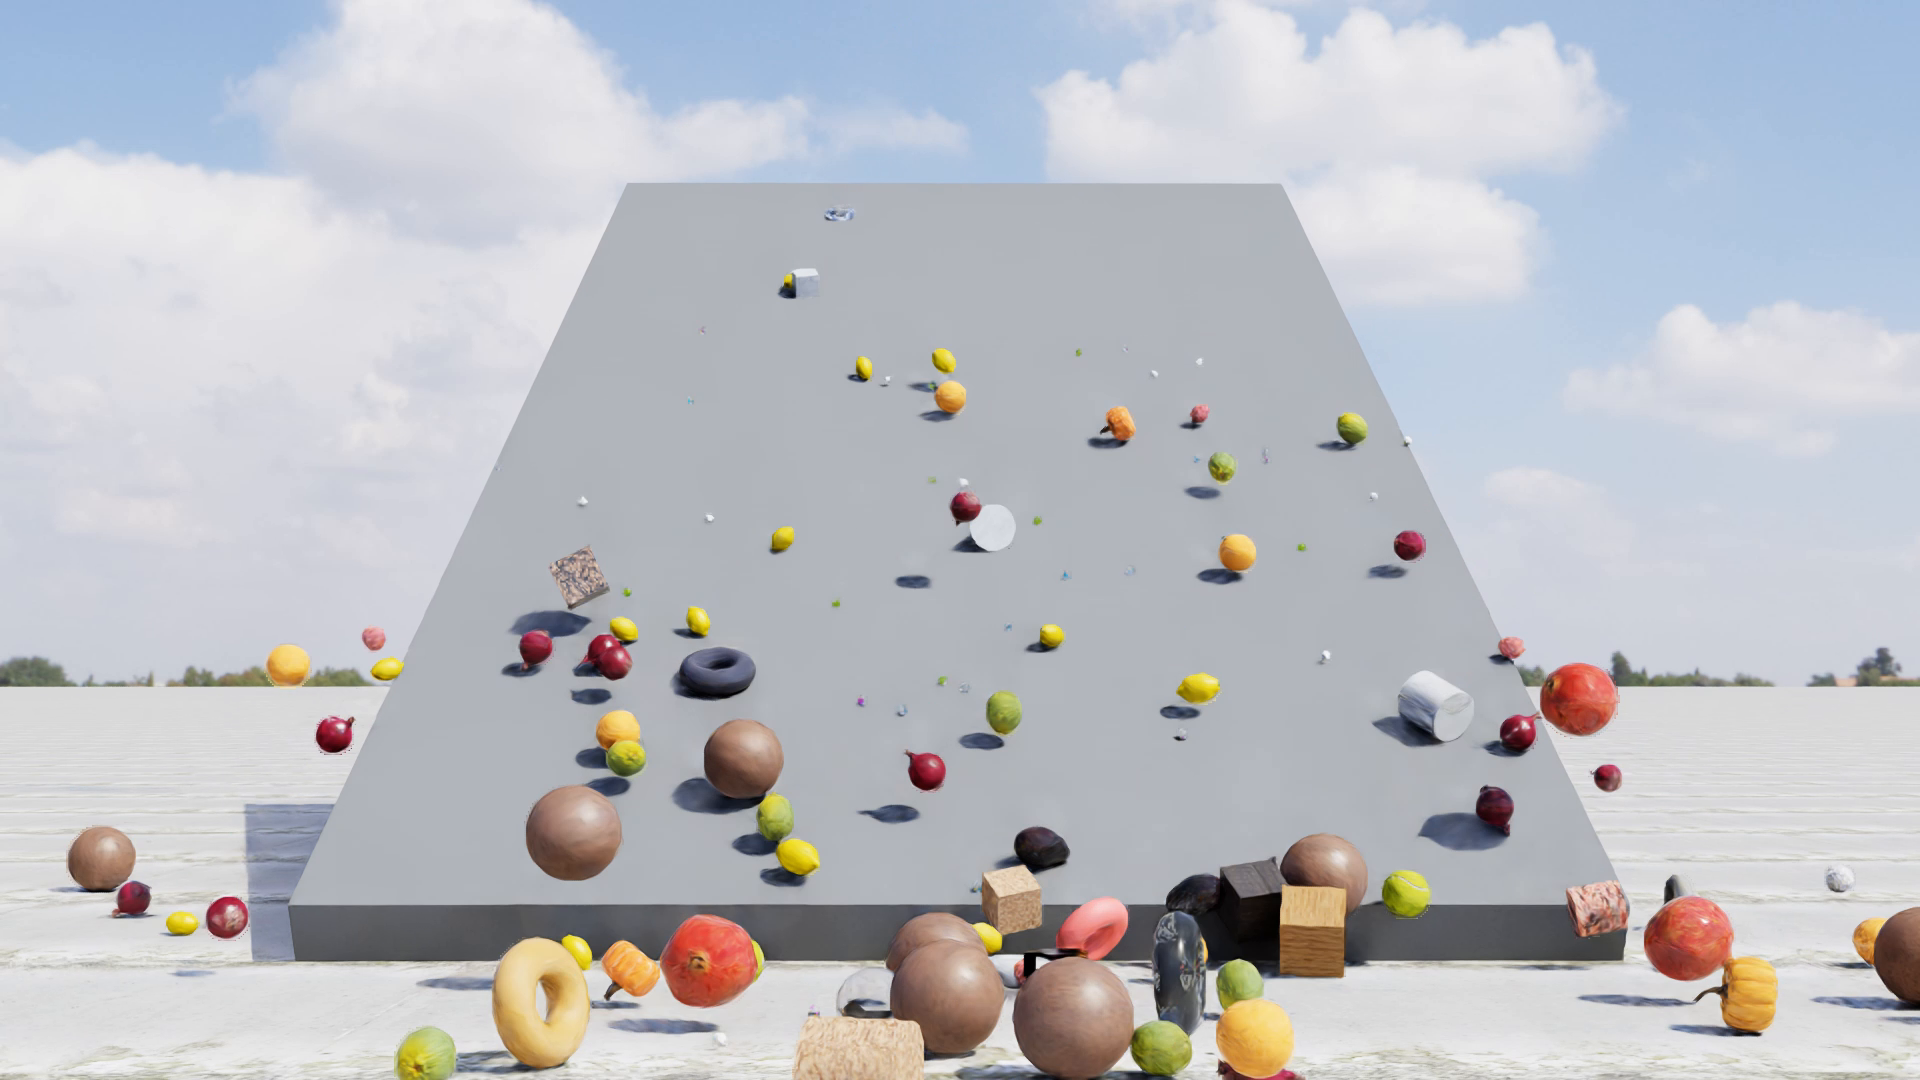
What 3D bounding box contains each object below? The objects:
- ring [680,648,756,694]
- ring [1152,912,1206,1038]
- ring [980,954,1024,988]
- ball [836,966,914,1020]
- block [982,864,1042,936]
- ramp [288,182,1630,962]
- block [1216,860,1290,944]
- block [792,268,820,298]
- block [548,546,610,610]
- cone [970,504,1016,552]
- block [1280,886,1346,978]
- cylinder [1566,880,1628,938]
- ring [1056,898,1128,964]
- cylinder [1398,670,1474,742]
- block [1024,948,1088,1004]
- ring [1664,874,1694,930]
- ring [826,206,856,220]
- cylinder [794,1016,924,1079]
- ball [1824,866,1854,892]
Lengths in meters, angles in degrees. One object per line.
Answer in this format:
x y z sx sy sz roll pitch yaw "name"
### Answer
-0.428 0.231 4.107 0.136 0.045 0.136 0 23 0 "ring"
0.256 0.506 2.714 0.048 0.145 0.145 -3 -4 12 "ring"
0.086 0.599 3.238 0.117 0.039 0.117 0 -5 0 "ring"
-0.099 0.541 2.701 0.090 0.090 0.090 0 -3 0 "ball"
0.076 0.529 3.419 0.067 0.067 0.067 -9 27 -18 "block"
-0.008 -0.228 5.313 2.000 0.100 4.000 0 24 0 "ramp"
0.430 0.528 3.404 0.081 0.081 0.081 -6 27 -14 "block"
-0.406 -0.673 6.108 0.060 0.060 0.060 -7 25 -15 "block"
-0.700 0.070 4.285 0.083 0.083 0.083 -26 -4 -9 "block"
0.052 -0.025 4.672 0.094 0.094 0.094 1 0 -17 "cone"
0.504 0.559 3.326 0.090 0.090 0.090 1 29 10 "block"
0.928 0.536 3.389 0.071 0.071 0.071 -11 -5 5 "cylinder"
0.178 0.531 3.150 0.114 0.114 0.038 3 34 -45 "ring"
0.806 0.281 3.944 0.091 0.091 0.091 2 20 -35 "cylinder"
0.128 0.577 3.085 0.064 0.064 0.064 -2 -4 26 "block"
1.215 0.611 3.936 0.031 0.093 0.093 2 -3 0 "ring"
-0.348 -0.950 6.766 0.087 0.029 0.087 -1 24 1 "ring"
-0.093 0.495 2.165 0.098 0.098 0.098 0 -3 13 "cylinder"
1.752 0.676 4.639 0.054 0.054 0.054 0 -3 0 "ball"
